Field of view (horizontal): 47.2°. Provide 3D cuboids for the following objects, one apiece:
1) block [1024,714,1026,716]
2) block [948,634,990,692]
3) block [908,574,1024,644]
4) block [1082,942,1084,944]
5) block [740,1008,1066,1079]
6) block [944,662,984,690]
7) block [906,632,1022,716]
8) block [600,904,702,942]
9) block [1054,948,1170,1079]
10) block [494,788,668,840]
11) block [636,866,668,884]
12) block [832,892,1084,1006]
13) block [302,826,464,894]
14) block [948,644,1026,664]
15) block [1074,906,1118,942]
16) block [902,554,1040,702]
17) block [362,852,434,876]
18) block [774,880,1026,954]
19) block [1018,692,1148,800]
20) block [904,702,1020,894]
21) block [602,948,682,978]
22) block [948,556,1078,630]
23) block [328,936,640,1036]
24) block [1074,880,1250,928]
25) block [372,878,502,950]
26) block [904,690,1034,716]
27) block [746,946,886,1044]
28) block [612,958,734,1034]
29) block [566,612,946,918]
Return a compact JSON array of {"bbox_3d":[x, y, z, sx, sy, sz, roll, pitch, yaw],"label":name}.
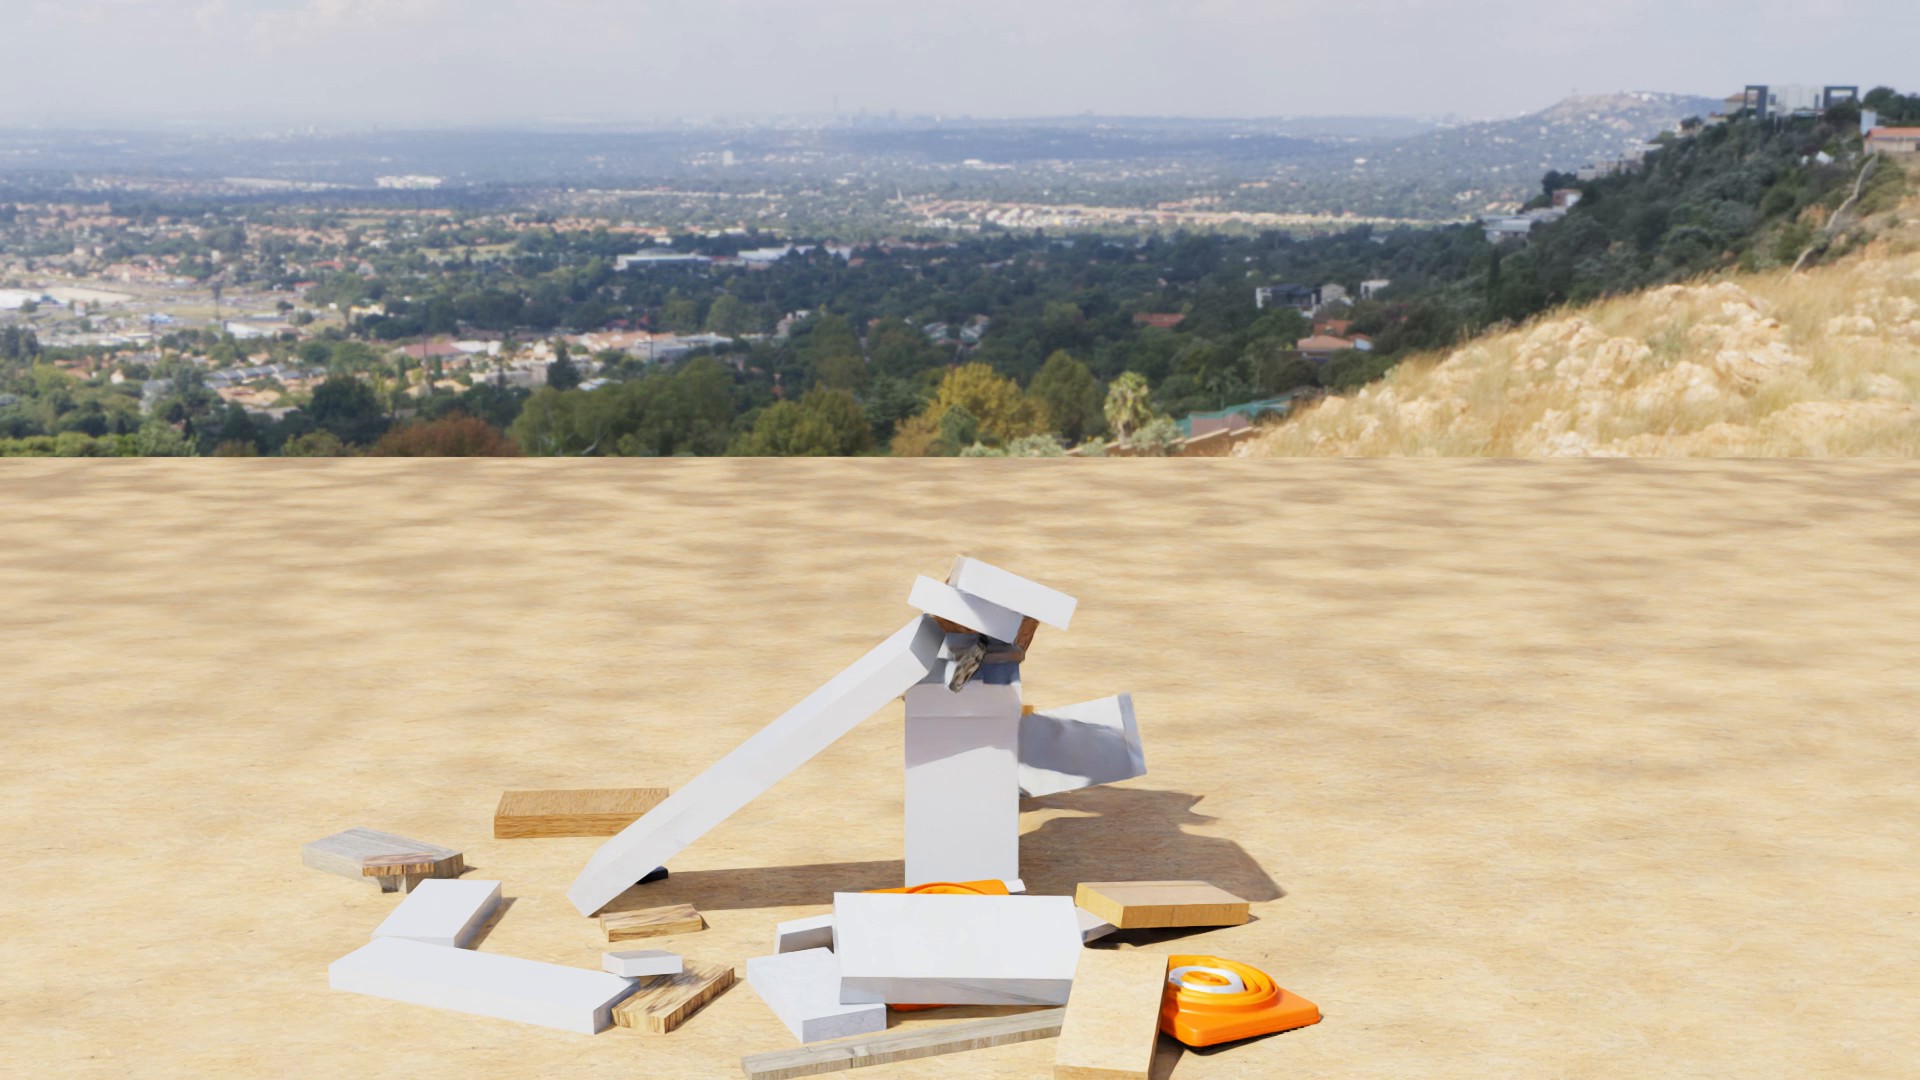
[{"bbox_3d":[0.060,0.417,4.404,0.152,0.043,0.304,-9,8,13],"label":"block"},{"bbox_3d":[0.014,0.188,3.350,0.016,0.058,0.115,37,19,-3],"label":"block"},{"bbox_3d":[0.011,0.111,3.513,0.172,0.049,0.345,21,-1,1],"label":"block"},{"bbox_3d":[0.126,0.619,3.456,0.141,0.020,0.071,2,11,12],"label":"block"},{"bbox_3d":[-0.005,0.694,3.064,0.605,0.016,0.057,-4,11,-21],"label":"block"},{"bbox_3d":[0.005,0.211,3.418,0.058,0.016,0.115,0,11,-1],"label":"block"},{"bbox_3d":[0.004,0.215,3.580,0.180,0.051,0.359,0,10,0],"label":"block"},{"bbox_3d":[-0.493,0.610,3.504,0.148,0.021,0.074,-4,11,-19],"label":"block"},{"bbox_3d":[0.210,0.657,3.021,0.126,0.036,0.251,2,27,11],"label":"block"},{"bbox_3d":[-0.691,0.500,4.034,0.304,0.043,0.152,-1,11,-4],"label":"block"},{"bbox_3d":[-0.555,0.563,3.771,0.057,0.016,0.114,-9,14,-39],"label":"block"},{"bbox_3d":[-0.002,0.593,3.195,0.356,0.050,0.178,2,31,-9],"label":"block"},{"bbox_3d":[-0.995,0.549,3.787,0.259,0.037,0.130,7,13,33],"label":"block"},{"bbox_3d":[0.042,0.185,3.558,0.115,0.016,0.058,-3,11,-15],"label":"block"},{"bbox_3d":[0.189,0.596,3.414,0.071,0.020,0.141,14,3,23],"label":"block"},{"bbox_3d":[0.023,0.192,3.916,0.172,0.049,0.549,21,-28,0],"label":"block"},{"bbox_3d":[-0.940,0.542,3.680,0.114,0.016,0.057,-3,11,-14],"label":"block"},{"bbox_3d":[-0.092,0.590,3.407,0.397,0.074,0.021,-7,46,-19],"label":"block"},{"bbox_3d":[0.199,0.387,4.085,0.304,0.152,0.043,-16,-7,39],"label":"block"},{"bbox_3d":[0.002,0.438,3.501,0.180,0.359,0.051,0,11,-1],"label":"block"},{"bbox_3d":[-0.473,0.627,3.263,0.085,0.024,0.171,-1,-6,-20],"label":"block"},{"bbox_3d":[0.076,0.080,3.367,0.172,0.049,0.345,21,-1,-2],"label":"block"},{"bbox_3d":[-0.701,0.652,3.234,0.454,0.037,0.130,4,11,22],"label":"block"},{"bbox_3d":[0.324,0.581,3.512,0.251,0.036,0.126,5,7,-32],"label":"block"},{"bbox_3d":[-0.830,0.602,3.504,0.130,0.037,0.259,1,11,4],"label":"block"},{"bbox_3d":[-0.007,0.332,4.796,0.178,0.050,0.356,3,11,-29],"label":"block"},{"bbox_3d":[-0.211,0.659,3.197,0.126,0.036,0.251,-4,11,-23],"label":"block"},{"bbox_3d":[-0.416,0.664,3.206,0.085,0.024,0.209,4,11,22],"label":"block"},{"bbox_3d":[-0.329,0.362,3.529,0.723,0.050,0.178,-36,9,17],"label":"block"}]
